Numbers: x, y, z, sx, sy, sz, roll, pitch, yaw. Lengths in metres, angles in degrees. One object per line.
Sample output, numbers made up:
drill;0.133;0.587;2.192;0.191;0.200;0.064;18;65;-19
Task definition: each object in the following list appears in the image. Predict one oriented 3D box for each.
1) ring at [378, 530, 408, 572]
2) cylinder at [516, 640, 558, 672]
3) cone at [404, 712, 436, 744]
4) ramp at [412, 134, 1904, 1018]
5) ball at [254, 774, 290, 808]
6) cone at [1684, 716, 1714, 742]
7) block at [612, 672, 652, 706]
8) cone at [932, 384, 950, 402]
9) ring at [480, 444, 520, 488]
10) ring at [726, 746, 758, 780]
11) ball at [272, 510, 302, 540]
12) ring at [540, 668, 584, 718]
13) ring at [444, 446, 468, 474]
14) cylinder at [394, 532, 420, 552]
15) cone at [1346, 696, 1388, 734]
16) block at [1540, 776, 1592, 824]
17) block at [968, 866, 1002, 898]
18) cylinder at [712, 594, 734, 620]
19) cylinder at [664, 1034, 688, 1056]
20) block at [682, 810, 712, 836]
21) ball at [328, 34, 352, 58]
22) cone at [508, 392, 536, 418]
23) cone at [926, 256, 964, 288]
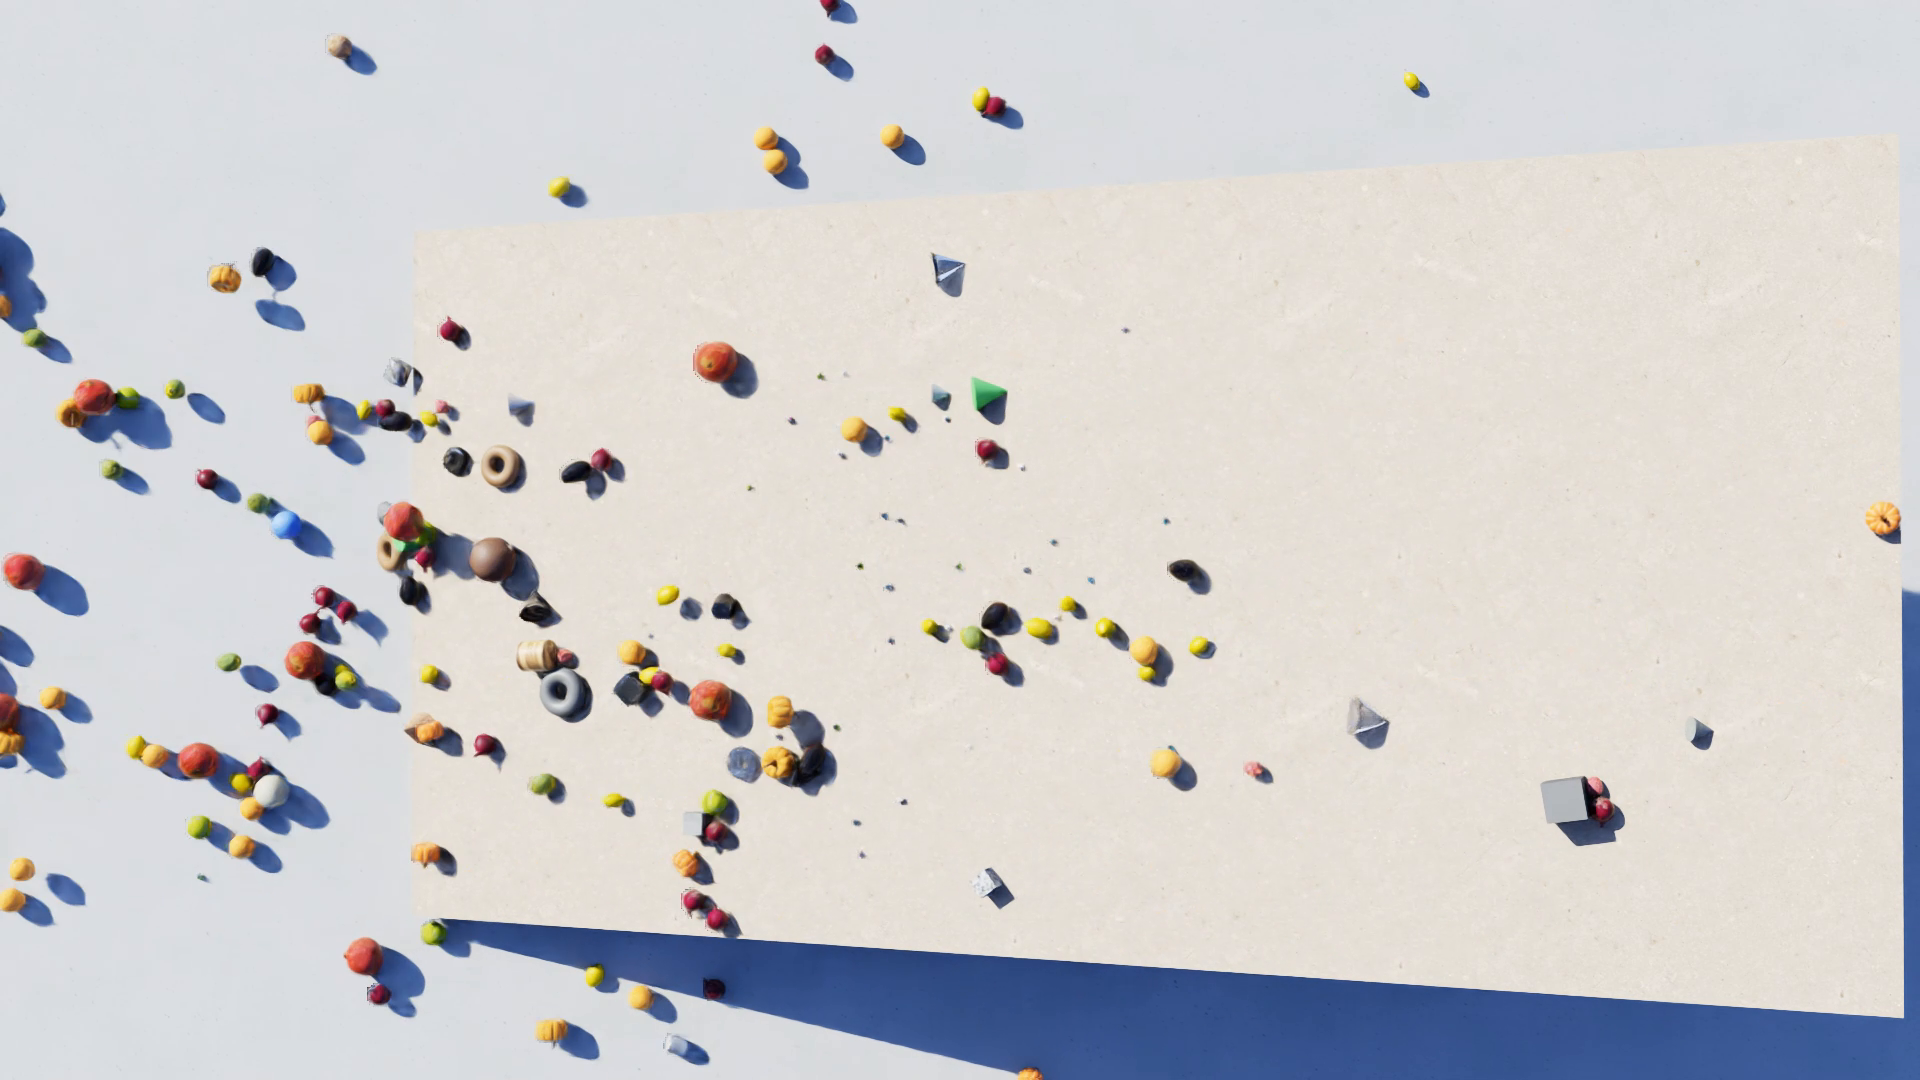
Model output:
ring;-1.670;0.033;6.467;0.127;0.042;0.127;0;90;44
cylinder;-1.195;0.327;6.215;0.087;0.087;0.087;-4;89;21
cone;-1.581;0.547;6.359;0.095;0.095;0.095;0;89;21
ramp;0.282;0.088;5.743;4.000;0.100;2.000;0;89;21
ball;-2.019;0.738;6.452;0.100;0.100;0.100;0;89;0
cone;1.725;0.441;5.108;0.059;0.059;0.059;6;89;-5
block;-0.910;0.415;6.114;0.066;0.066;0.066;46;105;16
cone;-0.047;-0.387;5.811;0.054;0.054;0.054;1;89;-5
ring;-1.317;-0.212;6.294;0.125;0.042;0.125;-1;88;22
ring;-0.596;0.609;6.009;0.092;0.031;0.092;0;91;21
ball;-1.982;-0.043;6.475;0.085;0.085;0.085;0;89;0
ring;-1.123;0.429;6.208;0.141;0.047;0.141;0;91;21
ring;-1.458;-0.230;6.358;0.080;0.027;0.080;0;90;20
cylinder;-1.609;0.006;6.392;0.051;0.051;0.051;8;103;40
cone;1.007;0.438;5.379;0.095;0.095;0.095;10;89;-6
block;1.429;0.612;5.185;0.094;0.094;0.094;-11;86;21
block;0.068;0.893;5.733;0.055;0.055;0.055;-39;76;16
cylinder;-0.648;0.181;6.011;0.053;0.053;0.053;3;118;5
cylinder;-0.834;1.485;6.463;0.050;0.050;0.050;22;89;-19
block;-0.721;0.778;6.039;0.060;0.060;0.060;0;89;21
ball;-1.834;-1.459;6.501;0.069;0.069;0.069;0;89;0
cone;-1.247;-0.389;6.274;0.075;0.075;0.075;-5;89;-5
cone;-0.029;-0.724;5.799;0.089;0.089;0.089;-19;89;13
